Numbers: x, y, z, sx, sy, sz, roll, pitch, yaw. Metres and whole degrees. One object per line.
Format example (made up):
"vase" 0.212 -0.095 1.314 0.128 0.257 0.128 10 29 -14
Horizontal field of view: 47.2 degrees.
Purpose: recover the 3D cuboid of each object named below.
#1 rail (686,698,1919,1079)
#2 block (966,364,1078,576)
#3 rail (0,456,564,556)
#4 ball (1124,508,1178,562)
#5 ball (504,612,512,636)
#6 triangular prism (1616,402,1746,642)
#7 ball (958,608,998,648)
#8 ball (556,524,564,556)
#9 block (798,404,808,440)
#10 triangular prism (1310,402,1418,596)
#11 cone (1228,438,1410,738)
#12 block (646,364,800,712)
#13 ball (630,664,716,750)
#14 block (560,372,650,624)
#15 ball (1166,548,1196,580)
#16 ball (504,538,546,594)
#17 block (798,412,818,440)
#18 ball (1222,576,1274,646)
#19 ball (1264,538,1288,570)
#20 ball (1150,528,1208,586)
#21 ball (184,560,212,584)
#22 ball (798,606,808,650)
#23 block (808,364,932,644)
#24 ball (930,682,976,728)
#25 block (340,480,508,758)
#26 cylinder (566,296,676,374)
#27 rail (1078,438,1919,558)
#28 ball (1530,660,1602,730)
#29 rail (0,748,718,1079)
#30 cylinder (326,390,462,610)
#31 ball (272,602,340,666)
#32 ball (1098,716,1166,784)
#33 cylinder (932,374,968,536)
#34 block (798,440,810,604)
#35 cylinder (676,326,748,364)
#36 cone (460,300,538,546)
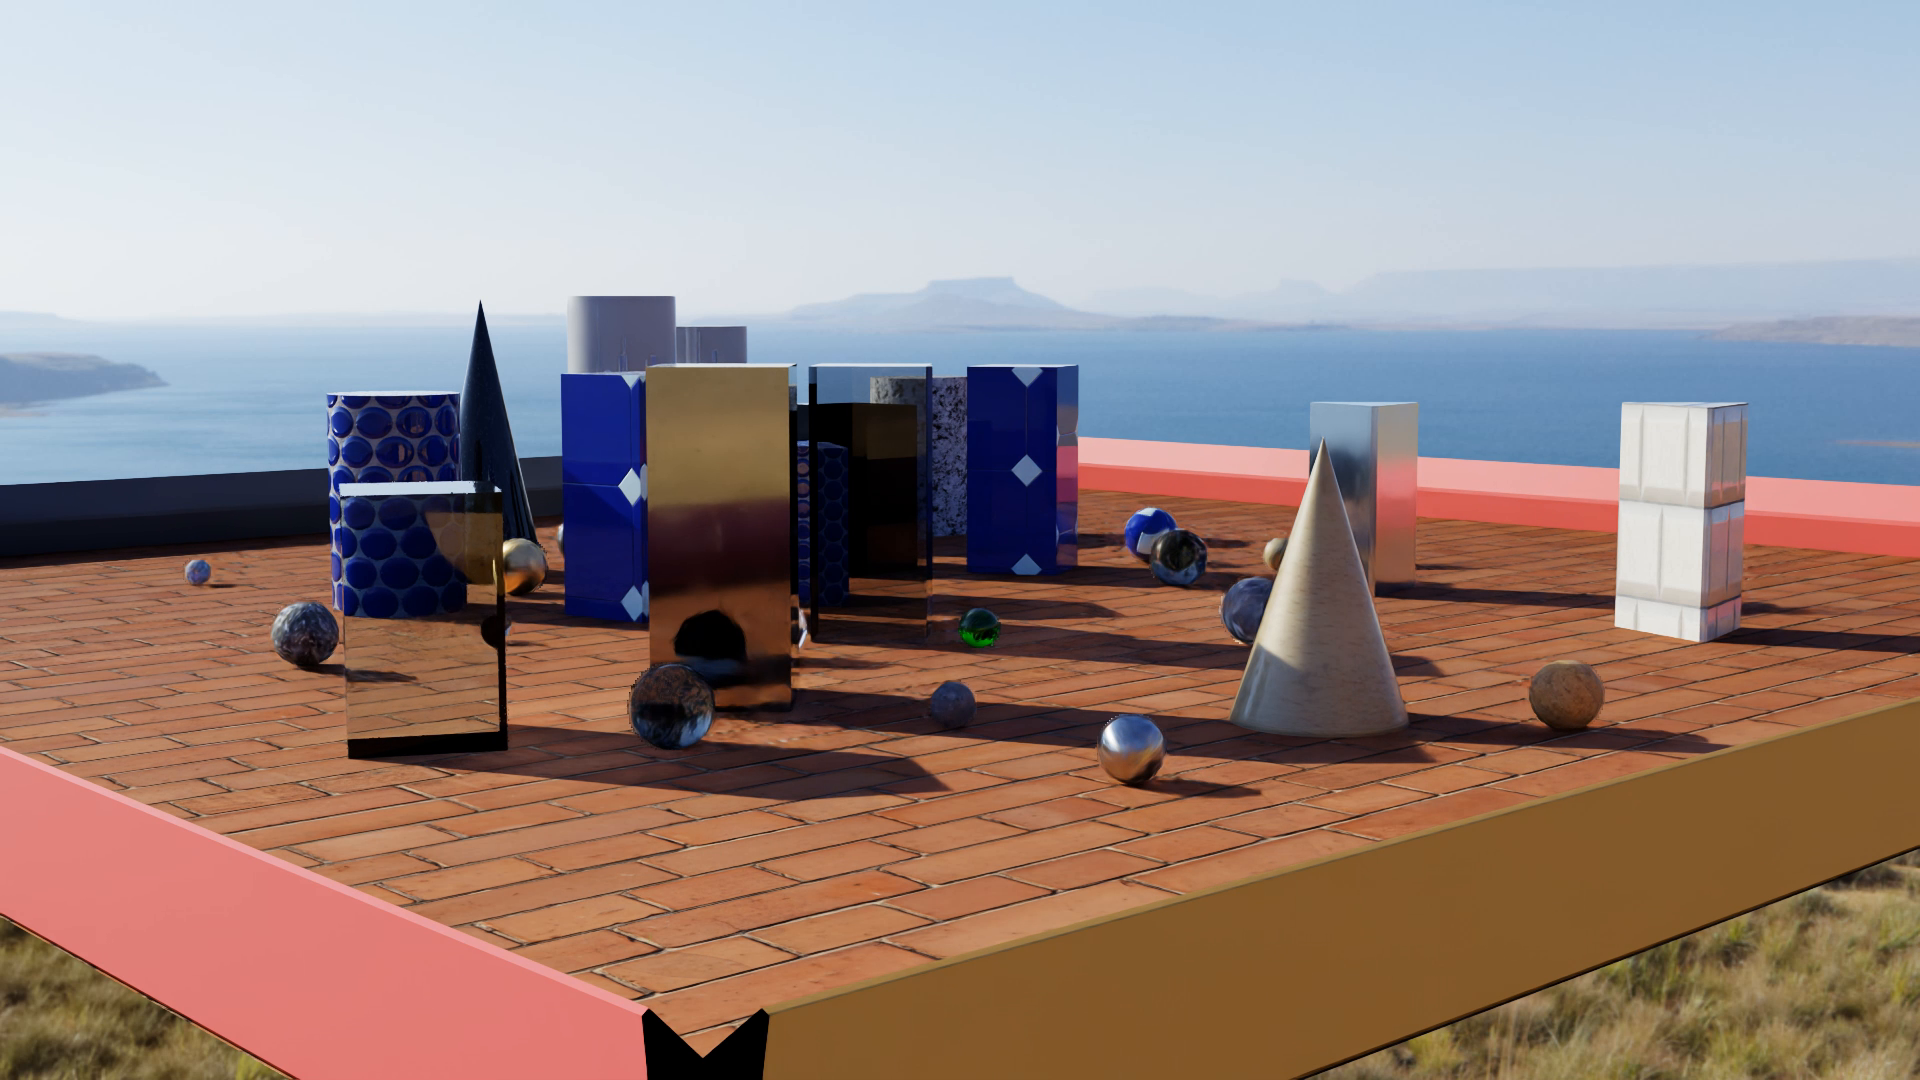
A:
"rail" 1.110 0.158 2.136 3.384 0.126 0.045 -5 8 -42
"block" 0.109 -0.124 3.770 0.156 0.349 0.156 2 6 16
"rail" -1.110 -0.092 4.528 3.384 0.126 0.045 -5 8 -42
"ball" 0.338 -0.009 3.882 0.097 0.097 0.097 0 6 0
"ball" -0.626 0.115 2.958 0.043 0.043 0.043 0 6 0
"triangular prism" 0.986 -0.031 3.049 0.146 0.315 0.169 4 7 34
"ball" 0.025 0.116 2.905 0.053 0.053 0.053 0 6 0
"ball" -0.660 0.000 3.840 0.088 0.088 0.088 0 6 0
"block" -0.181 -0.095 3.816 0.156 0.282 0.156 6 8 44
"triangular prism" 0.625 -0.070 3.508 0.146 0.297 0.169 4 7 34
"cone" 0.390 0.042 2.376 0.195 0.309 0.195 0 6 0
"block" -0.266 -0.007 2.494 0.156 0.382 0.156 0 6 -1
"ball" -0.291 0.169 2.230 0.087 0.087 0.087 0 6 0
"block" -0.470 -0.068 3.221 0.156 0.352 0.156 4 7 36
"ball" 0.367 0.040 3.644 0.050 0.050 0.050 0 6 0
"ball" -0.693 0.041 3.452 0.088 0.088 0.088 0 6 0
"block" -0.361 -0.118 4.217 0.156 0.245 0.156 -1 6 -13
"ball" 0.394 0.094 2.925 0.091 0.091 0.091 0 6 0
"ball" 0.547 0.025 3.754 0.057 0.057 0.057 0 6 0
"ball" 0.352 0.029 3.544 0.093 0.093 0.093 0 6 0
"ball" -1.238 0.052 3.572 0.041 0.041 0.041 0 6 0
"ball" -0.235 0.112 2.801 0.082 0.082 0.082 0 6 0
"block" -0.119 -0.054 3.002 0.156 0.370 0.156 0 6 2
"ball" -0.008 0.176 2.349 0.049 0.049 0.049 0 6 0
"block" -0.555 0.077 2.268 0.156 0.263 0.156 -2 6 -16
"cylinder" -0.608 -0.204 3.968 0.195 0.468 0.195 0 6 0
"rail" 1.226 -0.085 4.457 0.045 0.126 3.320 -5 8 -42
"ball" 0.643 0.164 2.332 0.075 0.075 0.075 0 6 0
"rail" -1.226 0.151 2.207 0.045 0.126 3.320 -5 8 -42
"cylinder" -0.849 -0.061 3.312 0.195 0.320 0.195 0 6 0
"ball" -0.819 0.118 2.751 0.081 0.081 0.081 0 6 0
"ball" 0.162 0.197 2.072 0.064 0.064 0.064 0 6 0
"cylinder" -0.078 -0.172 4.405 0.195 0.312 0.195 0 6 0
"block" -0.260 -0.030 3.411 0.156 0.238 0.156 -2 6 -15
"cylinder" -0.527 -0.227 4.453 0.195 0.411 0.195 0 6 0
"cone" -0.800 -0.174 3.692 0.195 0.464 0.195 0 6 0
